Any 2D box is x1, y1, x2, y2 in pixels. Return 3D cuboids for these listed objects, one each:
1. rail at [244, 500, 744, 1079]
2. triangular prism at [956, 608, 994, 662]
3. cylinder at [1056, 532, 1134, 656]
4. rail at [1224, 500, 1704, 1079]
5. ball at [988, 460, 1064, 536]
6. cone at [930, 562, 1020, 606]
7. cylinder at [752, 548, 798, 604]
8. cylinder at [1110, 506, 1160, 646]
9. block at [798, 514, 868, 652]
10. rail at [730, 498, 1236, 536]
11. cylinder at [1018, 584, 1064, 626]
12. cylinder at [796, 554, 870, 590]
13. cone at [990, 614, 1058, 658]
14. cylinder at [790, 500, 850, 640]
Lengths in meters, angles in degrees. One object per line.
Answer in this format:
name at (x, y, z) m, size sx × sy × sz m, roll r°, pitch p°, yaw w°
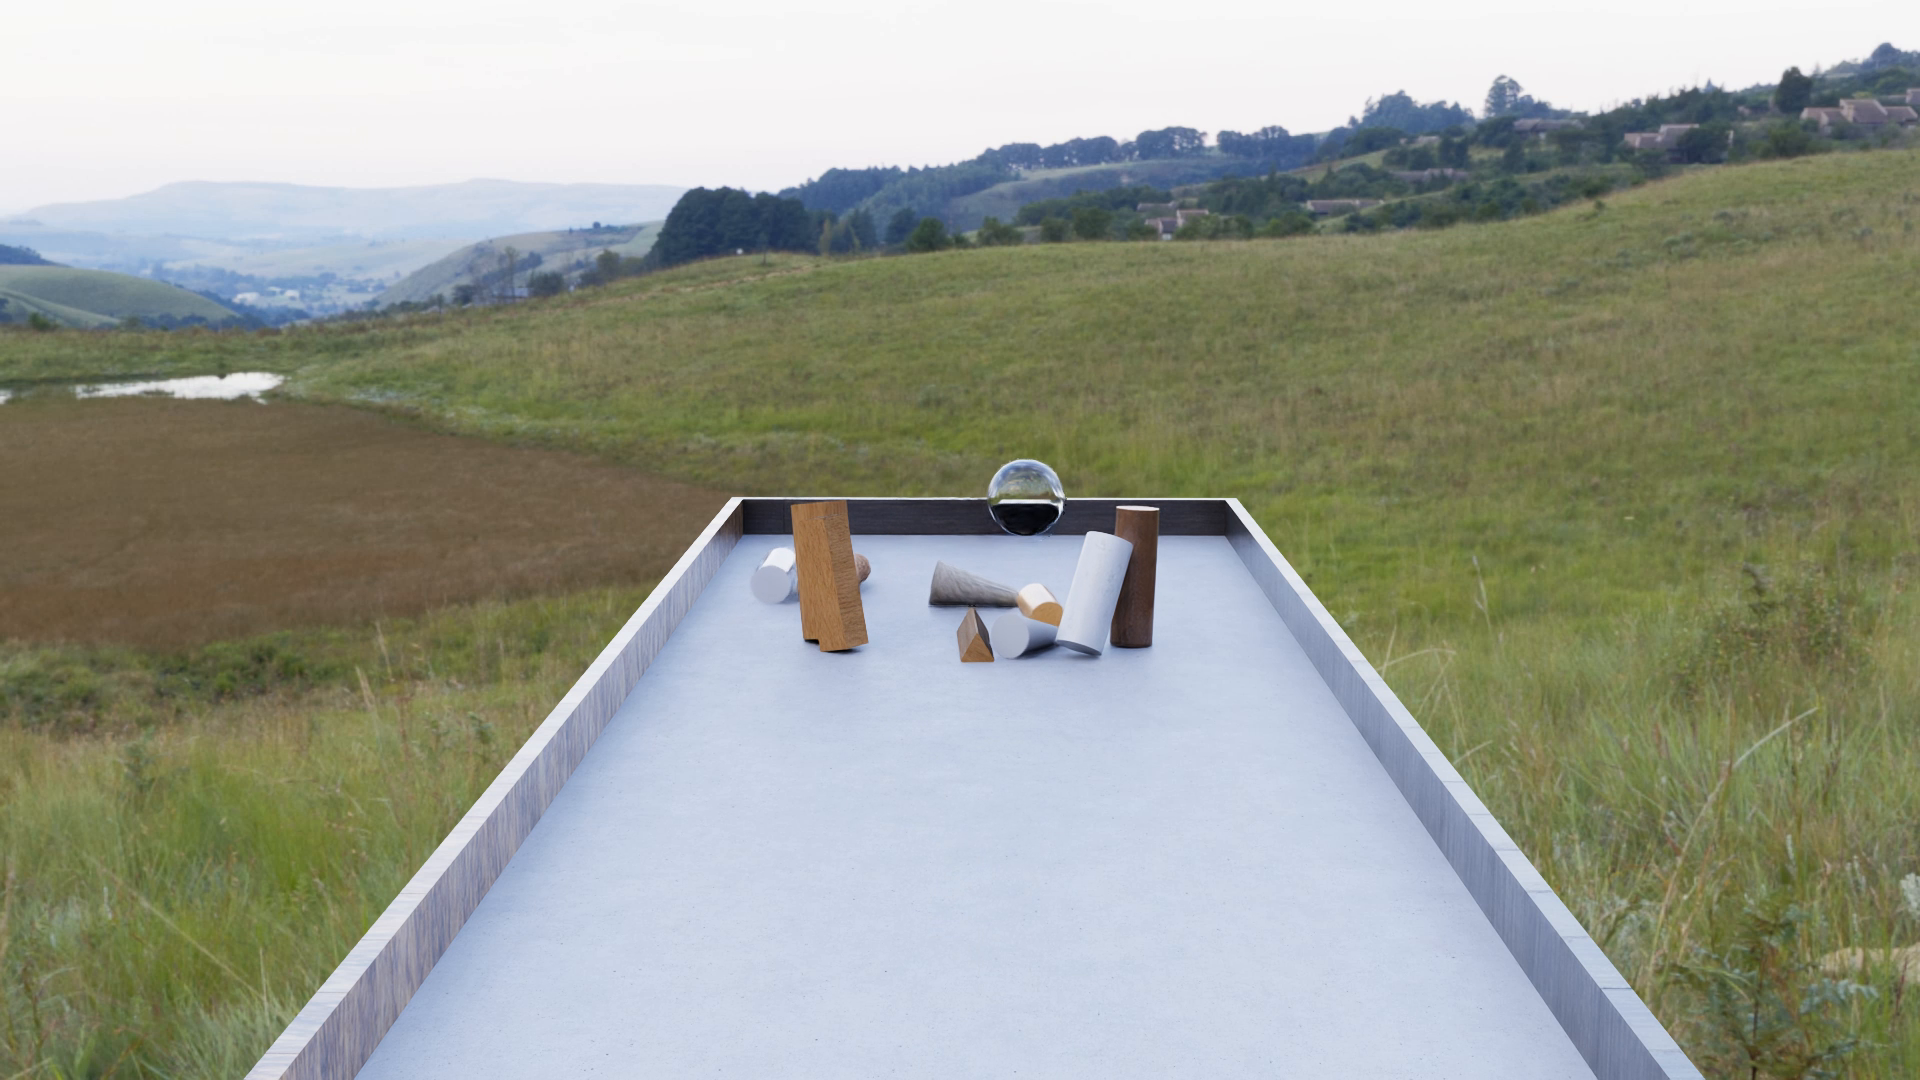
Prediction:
rail at (-1.004, 0.839, 3.234) m, size 0.050 × 0.150 × 12.000 m, roll 0°, pitch 9°, yaw 1°
triangular prism at (0.046, 0.290, 6.883) m, size 0.101 × 0.087 × 0.447 m, roll -1°, pitch 9°, yaw -2°
cylinder at (0.412, 0.164, 6.754) m, size 0.150 × 0.352 × 0.150 m, roll 16°, pitch -12°, yaw 3°
rail at (1.046, 0.843, 3.208) m, size 0.050 × 0.150 × 12.000 m, roll 0°, pitch 9°, yaw 1°
ball at (0.268, -0.172, 8.950) m, size 0.315 × 0.315 × 0.315 m, roll 0°, pitch 9°, yaw 0°
cone at (0.134, 0.190, 7.568) m, size 0.455 × 0.154 × 0.154 m, roll 11°, pitch 10°, yaw 6°
cylinder at (-0.650, 0.125, 7.786) m, size 0.136 × 0.136 × 0.374 m, roll 0°, pitch 9°, yaw 1°
cylinder at (0.548, 0.113, 6.905) m, size 0.135 × 0.429 × 0.135 m, roll 2°, pitch 7°, yaw 0°
block at (-0.392, 0.131, 6.822) m, size 0.108 × 0.410 × 0.108 m, roll -8°, pitch 3°, yaw 38°
rail at (0.099, -0.098, 9.147) m, size 2.100 × 0.150 × 0.050 m, roll 0°, pitch 9°, yaw 1°
cylinder at (0.267, 0.230, 7.174) m, size 0.119 × 0.119 × 0.340 m, roll -1°, pitch 9°, yaw -6°
cylinder at (-0.448, 0.132, 7.828) m, size 0.110 × 0.110 × 0.406 m, roll 3°, pitch 10°, yaw 20°
cone at (0.275, 0.298, 6.908) m, size 0.137 × 0.137 × 0.452 m, roll 6°, pitch 2°, yaw 33°
cylinder at (-0.429, 0.093, 6.984) m, size 0.179 × 0.426 × 0.179 m, roll -5°, pitch 1°, yaw 0°
